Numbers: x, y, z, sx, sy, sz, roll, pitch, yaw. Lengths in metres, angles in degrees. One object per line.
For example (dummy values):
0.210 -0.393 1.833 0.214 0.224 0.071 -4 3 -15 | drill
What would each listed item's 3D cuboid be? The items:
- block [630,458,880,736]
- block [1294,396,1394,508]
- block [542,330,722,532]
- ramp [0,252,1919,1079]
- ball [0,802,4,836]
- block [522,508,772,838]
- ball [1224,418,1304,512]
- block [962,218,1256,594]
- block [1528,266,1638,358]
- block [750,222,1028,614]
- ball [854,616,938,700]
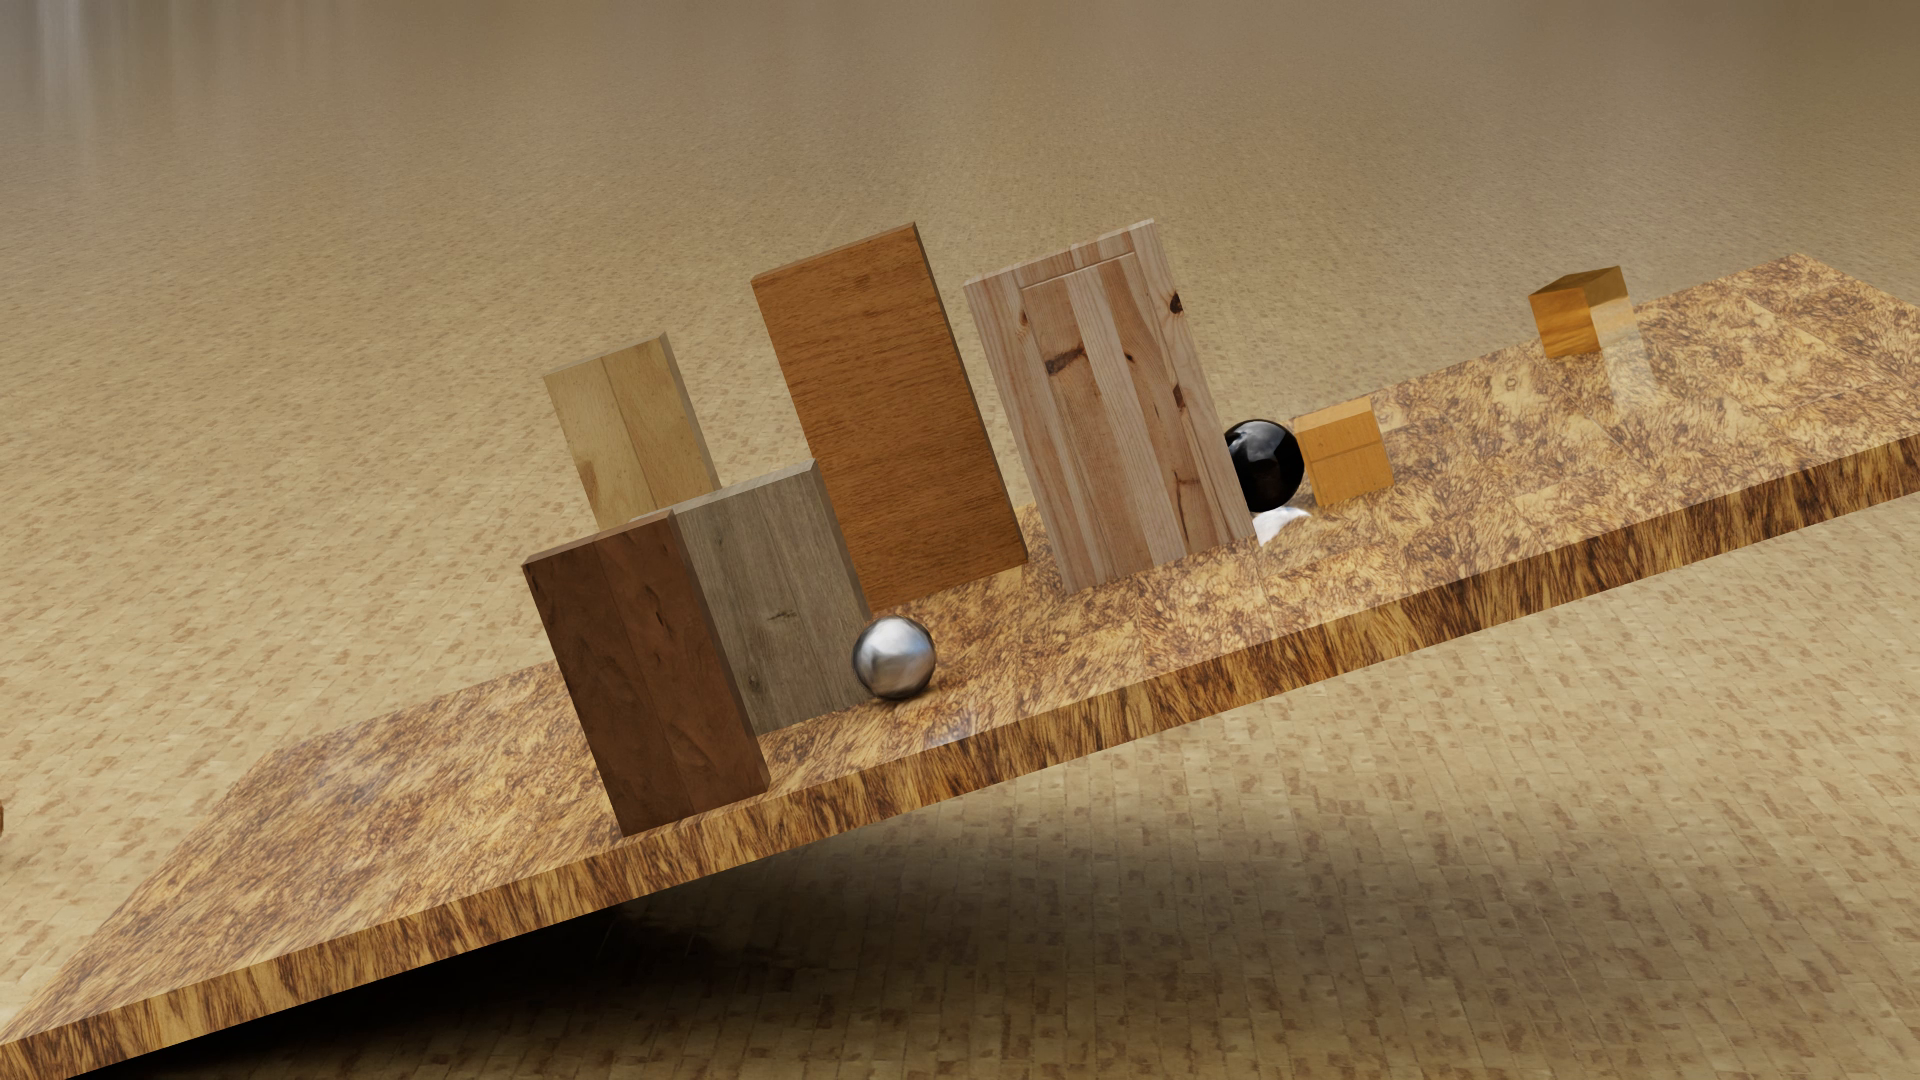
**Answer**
-0.401 0.131 5.881 0.395 0.477 0.130 -18 11 6 | block
0.810 -0.188 6.207 0.165 0.165 0.165 -17 11 10 | block
-0.723 -0.109 6.995 0.289 0.713 0.122 -18 11 6 | block
0.107 0.180 6.305 4.000 0.100 2.000 -18 11 6 | ramp
-2.348 0.657 6.891 0.209 0.209 0.209 0 12 0 | ball
-0.576 0.247 5.427 0.283 0.544 0.086 -18 11 6 | block
0.635 -0.159 6.274 0.200 0.200 0.200 0 12 0 | ball
0.312 -0.276 6.122 0.414 0.683 0.094 -18 11 6 | block
1.446 -0.528 6.825 0.156 0.156 0.156 -28 14 -39 | block
-0.153 -0.271 6.597 0.378 0.797 0.115 -18 11 6 | block
-0.127 0.230 5.754 0.164 0.164 0.164 0 12 0 | ball
